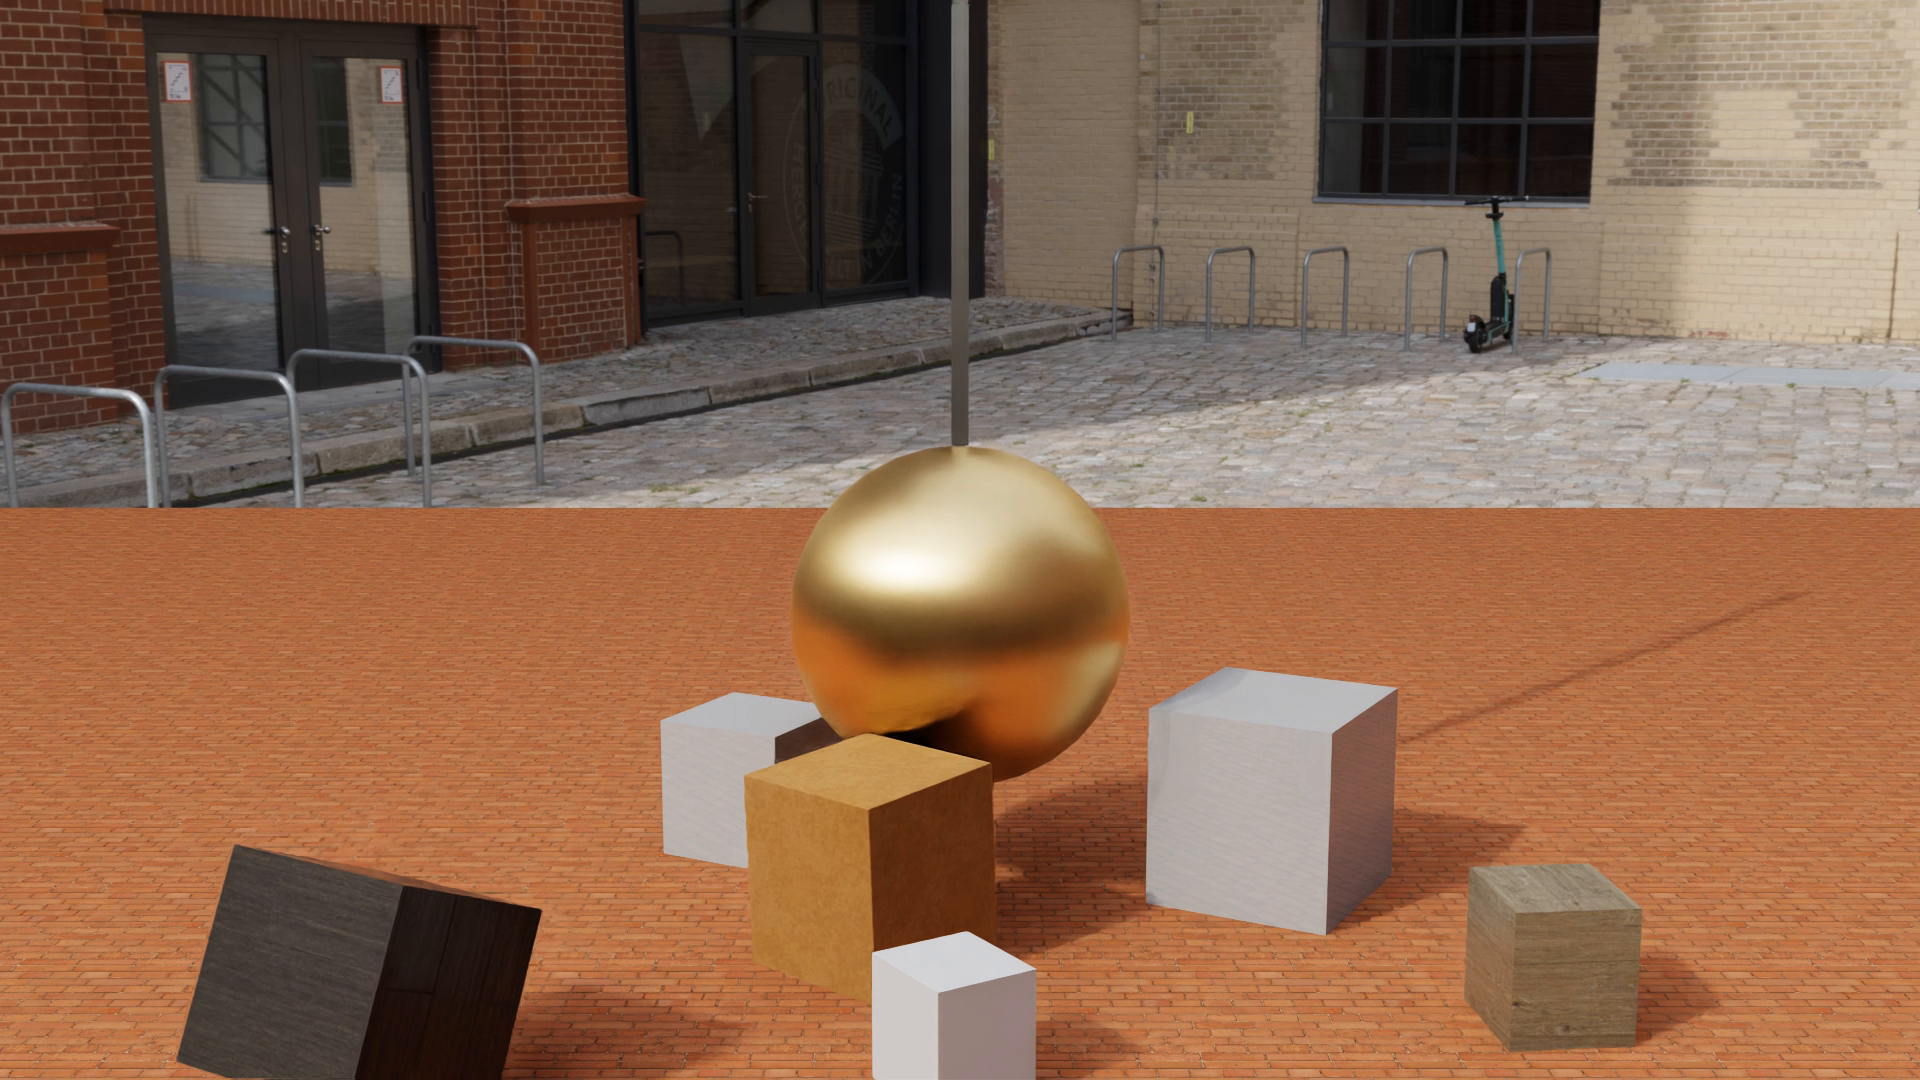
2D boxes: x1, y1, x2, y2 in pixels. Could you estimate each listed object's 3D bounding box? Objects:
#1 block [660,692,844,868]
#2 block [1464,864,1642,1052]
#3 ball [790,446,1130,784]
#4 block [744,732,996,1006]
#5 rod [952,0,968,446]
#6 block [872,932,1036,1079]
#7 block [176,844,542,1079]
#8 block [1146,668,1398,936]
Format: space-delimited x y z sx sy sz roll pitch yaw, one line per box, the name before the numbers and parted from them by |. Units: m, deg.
block | -1.031 1.204 11.033 0.667 0.684 0.646 5 12 28
block | 2.368 1.665 8.820 0.507 0.569 0.549 -1 10 -6
ball | 0.000 0.355 10.329 1.600 1.600 1.600 0 10 0
block | -0.379 1.391 9.445 0.737 0.852 0.757 9 16 41
rod | 0.000 -3.044 10.230 0.080 5.200 0.080 0 2 0
block | -0.025 1.810 8.223 0.427 0.497 0.470 -7 12 -32
block | -2.156 1.602 7.937 0.844 0.779 0.738 6 -11 31
block | 1.476 1.199 10.360 0.879 0.935 0.932 6 12 28
